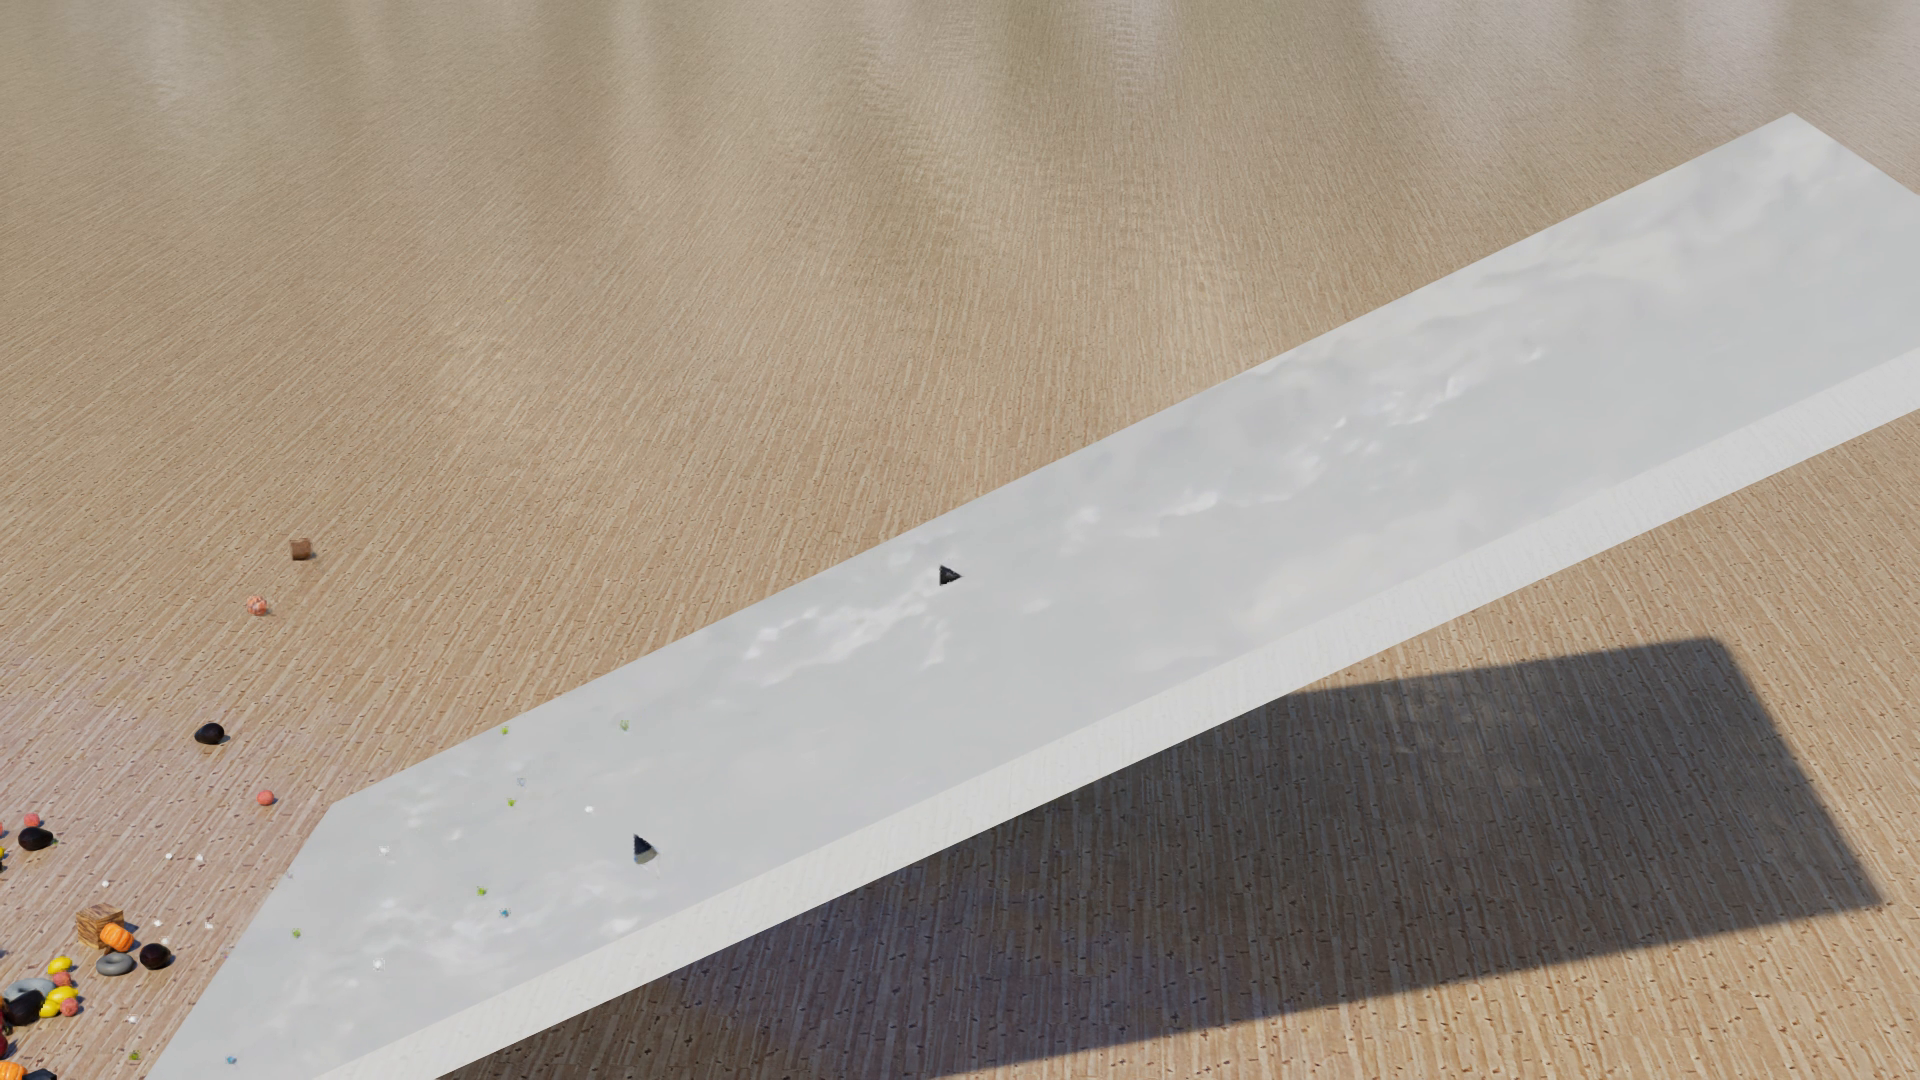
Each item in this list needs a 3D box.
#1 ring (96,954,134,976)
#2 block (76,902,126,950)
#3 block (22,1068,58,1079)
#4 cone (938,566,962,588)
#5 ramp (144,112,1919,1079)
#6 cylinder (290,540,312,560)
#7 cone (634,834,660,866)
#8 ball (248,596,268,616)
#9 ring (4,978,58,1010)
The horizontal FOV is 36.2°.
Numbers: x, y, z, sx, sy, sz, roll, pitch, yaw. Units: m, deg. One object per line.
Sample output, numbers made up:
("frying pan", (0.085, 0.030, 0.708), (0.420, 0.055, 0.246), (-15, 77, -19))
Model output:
("ring", (-1.958, 0.983, 6.814), (0.086, 0.029, 0.086), (-1, 17, 0))
("block", (-2.033, 0.914, 6.961), (0.076, 0.076, 0.076), (13, 21, 36))
("block", (-1.940, 1.153, 6.204), (0.051, 0.051, 0.051), (14, 22, 39))
("cone", (-0.019, 0.081, 6.643), (0.050, 0.050, 0.050), (-5, 16, 10))
("ramp", (0.139, 0.168, 6.281), (4.000, 0.100, 2.000), (-25, 14, 10))
("cylinder", (-2.226, 0.036, 9.929), (0.062, 0.062, 0.062), (-5, 17, -19))
("cone", (-0.632, 0.604, 5.825), (0.057, 0.057, 0.057), (-26, 14, 7))
("ball", (-2.231, 0.210, 9.345), (0.061, 0.061, 0.061), (0, 17, 0))
("ring", (-2.102, 1.027, 6.650), (0.118, 0.039, 0.118), (0, 15, 0))
